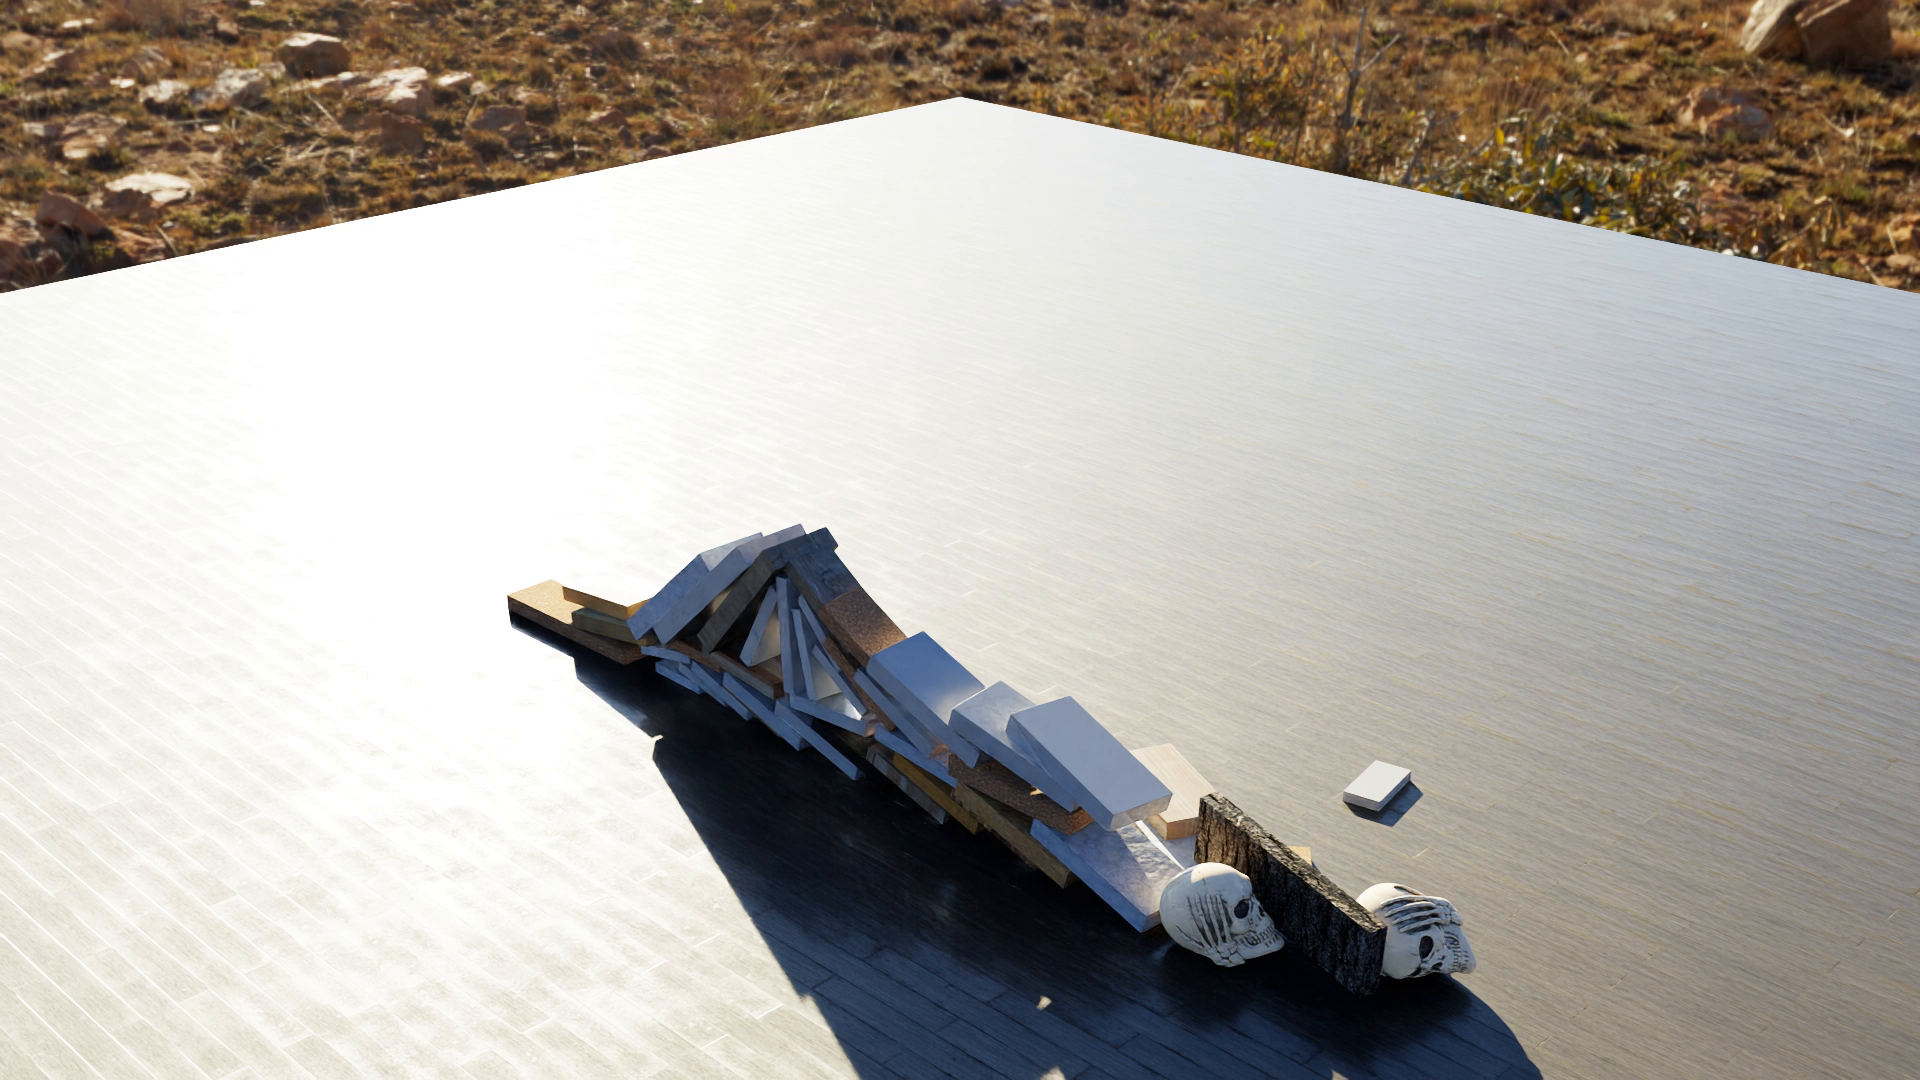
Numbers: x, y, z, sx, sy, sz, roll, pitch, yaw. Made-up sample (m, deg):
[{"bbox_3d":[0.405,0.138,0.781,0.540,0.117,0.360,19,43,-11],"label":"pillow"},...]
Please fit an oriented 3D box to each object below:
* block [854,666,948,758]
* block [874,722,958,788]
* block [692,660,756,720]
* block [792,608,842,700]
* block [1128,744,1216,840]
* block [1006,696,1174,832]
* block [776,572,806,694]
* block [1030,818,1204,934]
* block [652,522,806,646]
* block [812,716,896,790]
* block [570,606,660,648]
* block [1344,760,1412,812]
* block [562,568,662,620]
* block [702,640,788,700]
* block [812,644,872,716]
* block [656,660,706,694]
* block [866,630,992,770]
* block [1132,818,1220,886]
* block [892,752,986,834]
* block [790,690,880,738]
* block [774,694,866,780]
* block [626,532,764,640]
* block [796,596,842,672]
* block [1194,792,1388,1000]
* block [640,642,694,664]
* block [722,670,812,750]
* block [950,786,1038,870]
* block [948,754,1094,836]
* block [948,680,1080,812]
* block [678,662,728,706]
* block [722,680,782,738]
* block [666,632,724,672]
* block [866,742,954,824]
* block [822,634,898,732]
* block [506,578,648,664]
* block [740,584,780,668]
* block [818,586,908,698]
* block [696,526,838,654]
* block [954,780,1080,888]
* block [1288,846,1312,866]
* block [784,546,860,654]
[{"bbox_3d":[-0.096,0.330,4.445,0.117,0.033,0.233,-24,61,-43],"label":"block"},{"bbox_3d":[-0.045,0.417,4.458,0.123,0.035,0.247,-20,34,-39],"label":"block"},{"bbox_3d":[-0.497,0.319,4.901,0.101,0.029,0.202,-20,46,-40],"label":"block"},{"bbox_3d":[-0.294,0.231,4.609,0.088,0.193,0.025,-15,6,-44],"label":"block"},{"bbox_3d":[0.418,0.503,4.417,0.145,0.041,0.291,-8,24,-19],"label":"block"},{"bbox_3d":[0.243,0.420,4.163,0.154,0.044,0.308,-14,43,-38],"label":"block"},{"bbox_3d":[-0.327,0.185,4.645,0.033,0.263,0.116,17,28,41],"label":"block"},{"bbox_3d":[0.295,0.606,4.171,0.154,0.044,0.309,-19,45,-38],"label":"block"},{"bbox_3d":[-0.502,0.100,4.811,0.179,0.051,0.424,-22,-12,-41],"label":"block"},{"bbox_3d":[-0.191,0.426,4.604,0.116,0.033,0.232,-21,46,-41],"label":"block"},{"bbox_3d":[-0.769,0.187,5.132,0.268,0.038,0.134,11,24,41],"label":"block"},{"bbox_3d":[0.861,0.507,4.538,0.079,0.022,0.158,15,27,31],"label":"block"},{"bbox_3d":[-0.808,0.129,5.199,0.134,0.038,0.268,-21,24,-40],"label":"block"},{"bbox_3d":[-0.435,0.265,4.810,0.130,0.037,0.259,-19,33,-38],"label":"block"},{"bbox_3d":[-0.222,0.278,4.574,0.088,0.025,0.176,-24,69,-44],"label":"block"},{"bbox_3d":[-0.613,0.303,5.017,0.080,0.023,0.160,-21,31,-40],"label":"block"},{"bbox_3d":[-0.025,0.314,4.360,0.308,0.044,0.154,41,41,24],"label":"block"},{"bbox_3d":[0.432,0.587,4.326,0.145,0.041,0.291,-8,24,-17],"label":"block"},{"bbox_3d":[-0.008,0.489,4.453,0.123,0.035,0.247,-22,47,-40],"label":"block"},{"bbox_3d":[-0.236,0.348,4.622,0.232,0.033,0.116,17,28,41],"label":"block"},{"bbox_3d":[-0.260,0.403,4.679,0.130,0.037,0.259,-22,46,-41],"label":"block"},{"bbox_3d":[-0.584,0.104,4.906,0.179,0.051,0.358,-21,-12,-43],"label":"block"},{"bbox_3d":[-0.260,0.182,4.575,0.088,0.176,0.025,-20,-15,-43],"label":"block"},{"bbox_3d":[0.594,0.641,4.009,0.041,0.145,0.472,-16,33,-29],"label":"block"},{"bbox_3d":[-0.644,0.246,5.013,0.160,0.023,0.080,9,23,38],"label":"block"},{"bbox_3d":[-0.383,0.351,4.783,0.130,0.037,0.259,-21,46,-40],"label":"block"},{"bbox_3d":[0.110,0.545,4.349,0.123,0.035,0.247,-21,46,-40],"label":"block"},{"bbox_3d":[0.143,0.467,4.273,0.309,0.044,0.154,22,31,36],"label":"block"},{"bbox_3d":[0.144,0.394,4.240,0.308,0.044,0.154,33,37,25],"label":"block"},{"bbox_3d":[-0.550,0.311,4.948,0.160,0.023,0.080,34,39,32],"label":"block"},{"bbox_3d":[-0.419,0.351,4.830,0.101,0.029,0.202,-21,47,-41],"label":"block"},{"bbox_3d":[-0.565,0.237,4.944,0.101,0.029,0.202,-21,31,-40],"label":"block"},{"bbox_3d":[-0.071,0.482,4.503,0.116,0.033,0.232,-22,47,-41],"label":"block"},{"bbox_3d":[-0.167,0.276,4.518,0.117,0.033,0.233,-25,70,-44],"label":"block"},{"bbox_3d":[-0.893,0.192,5.259,0.451,0.038,0.134,20,30,39],"label":"block"},{"bbox_3d":[-0.387,0.169,4.711,0.116,0.232,0.033,-22,60,-41],"label":"block"},{"bbox_3d":[-0.171,0.206,4.471,0.233,0.033,0.117,47,43,15],"label":"block"},{"bbox_3d":[-0.415,0.110,4.727,0.179,0.358,0.051,-22,72,-41],"label":"block"},{"bbox_3d":[0.151,0.544,4.293,0.154,0.044,0.309,-21,46,-40],"label":"block"},{"bbox_3d":[0.635,0.639,4.226,0.079,0.022,0.158,2,23,5],"label":"block"},{"bbox_3d":[-0.251,0.122,4.551,0.116,0.033,0.232,-21,64,-42],"label":"block"}]
